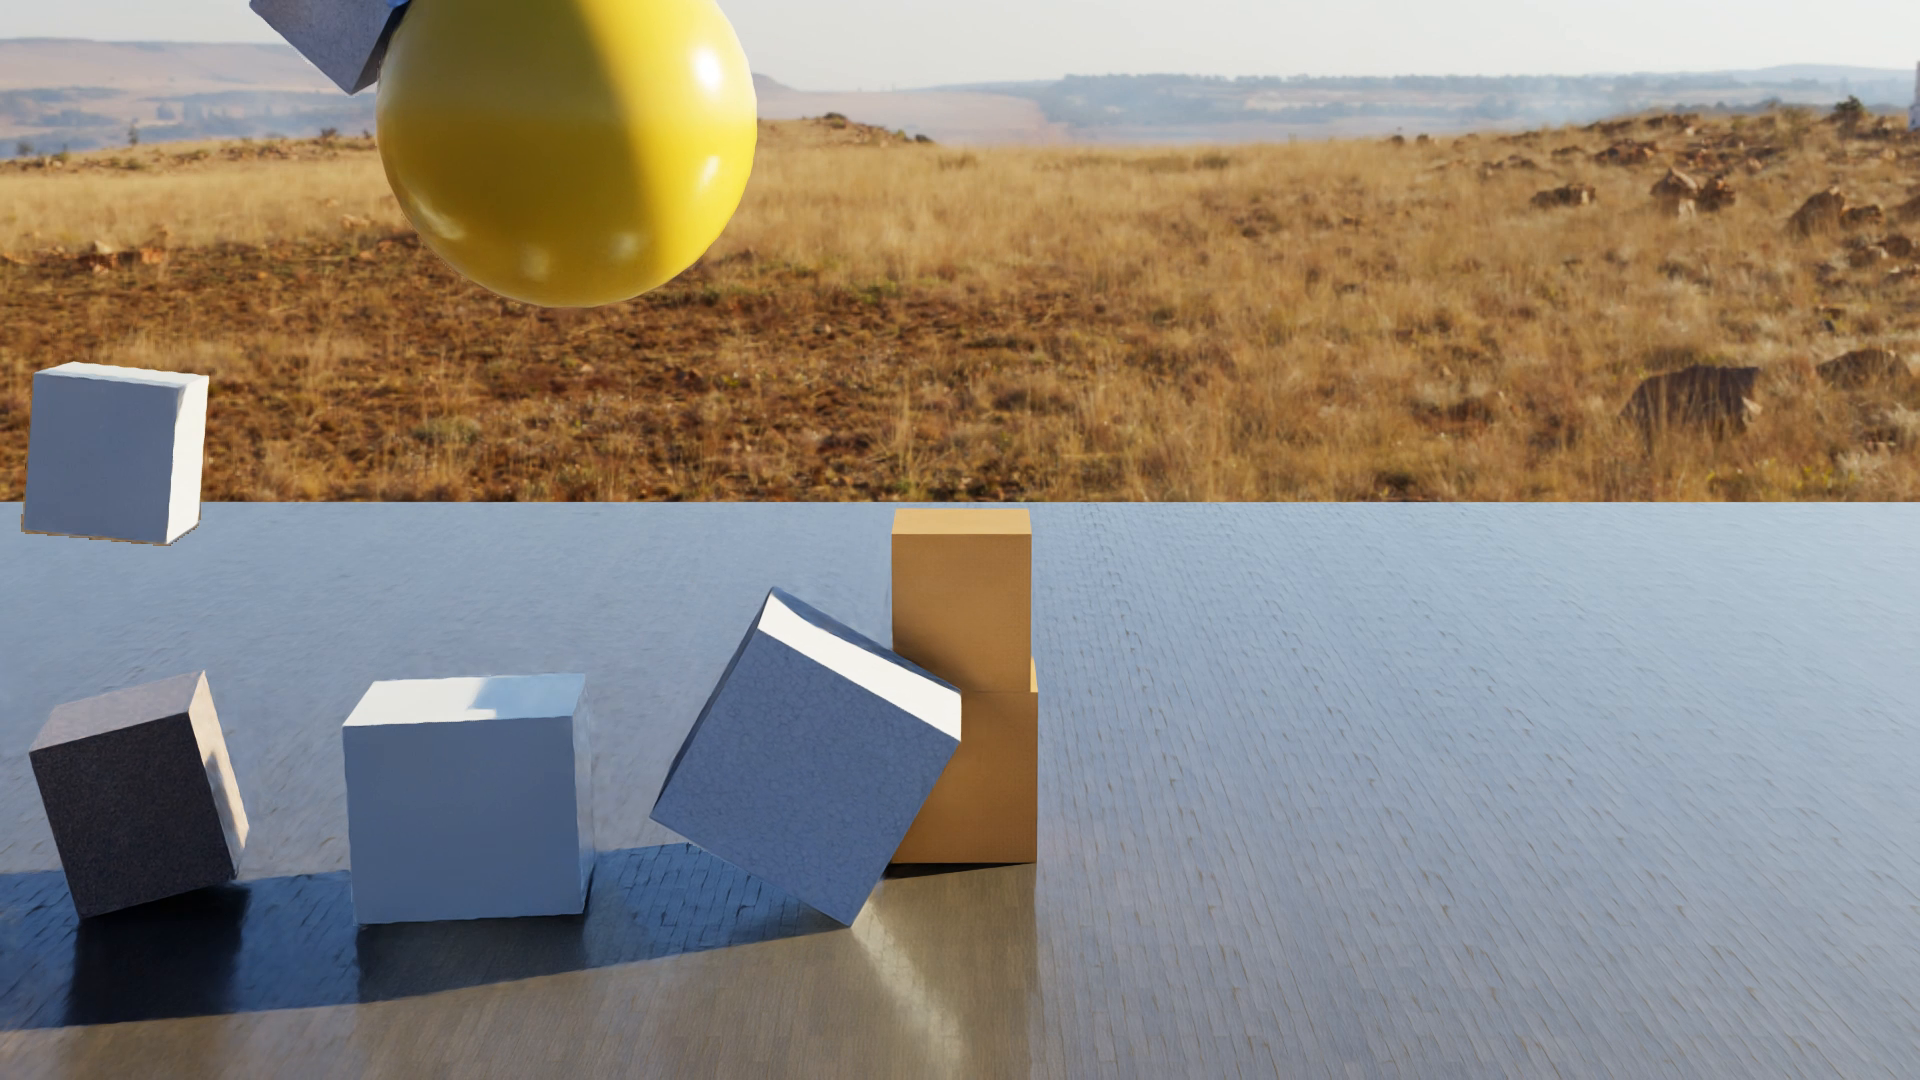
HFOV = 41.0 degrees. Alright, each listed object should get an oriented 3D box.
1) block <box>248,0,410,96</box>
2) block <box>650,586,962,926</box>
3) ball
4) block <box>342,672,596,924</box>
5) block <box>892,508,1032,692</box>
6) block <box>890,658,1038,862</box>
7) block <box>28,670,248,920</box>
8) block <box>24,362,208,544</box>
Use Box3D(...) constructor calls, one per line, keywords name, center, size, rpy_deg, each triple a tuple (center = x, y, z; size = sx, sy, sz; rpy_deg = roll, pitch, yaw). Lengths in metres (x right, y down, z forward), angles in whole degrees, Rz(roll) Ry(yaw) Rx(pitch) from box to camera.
Box3D(name="block", center=(-2.570, -2.394, 11.069), size=(0.587, 0.521, 0.616), rpy_deg=(41, 40, 1))
Box3D(name="block", center=(-0.640, 0.907, 11.010), size=(0.955, 0.924, 0.893), rpy_deg=(29, 9, -5))
Box3D(name="ball", center=(-1.656, -1.782, 10.856), size=(1.600, 1.600, 1.600), rpy_deg=(0, 10, 0))
Box3D(name="block", center=(-2.089, 1.094, 11.053), size=(0.935, 0.843, 0.896), rpy_deg=(-2, 9, -4))
Box3D(name="block", center=(0.009, 0.265, 11.697), size=(0.617, 0.714, 0.666), rpy_deg=(0, 10, 0))
Box3D(name="block", center=(0.001, 1.006, 11.824), size=(0.694, 0.790, 0.669), rpy_deg=(0, 10, 0))
Box3D(name="block", center=(-3.543, 1.087, 11.132), size=(0.660, 0.755, 0.794), rpy_deg=(-14, 13, -9))
Box3D(name="block", center=(-3.663, -0.389, 11.168), size=(0.593, 0.668, 0.691), rpy_deg=(6, 7, -7))
